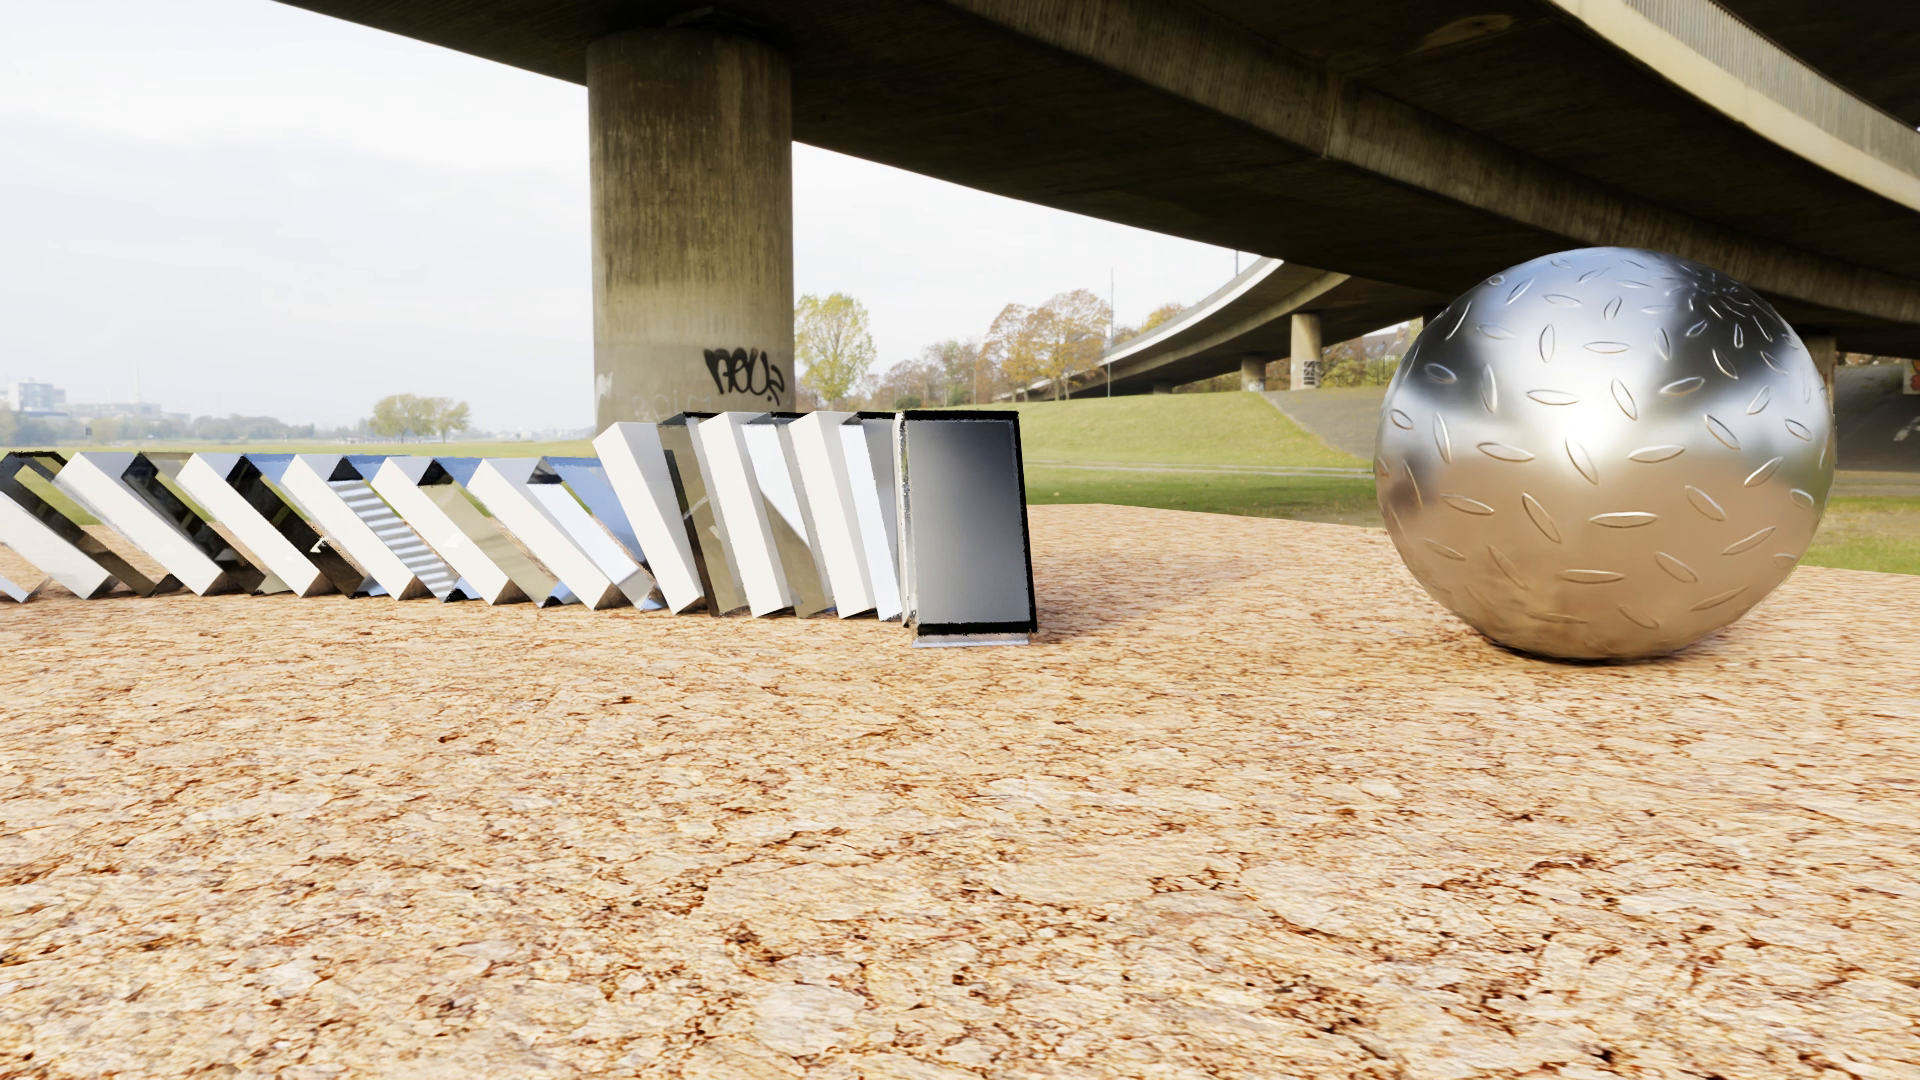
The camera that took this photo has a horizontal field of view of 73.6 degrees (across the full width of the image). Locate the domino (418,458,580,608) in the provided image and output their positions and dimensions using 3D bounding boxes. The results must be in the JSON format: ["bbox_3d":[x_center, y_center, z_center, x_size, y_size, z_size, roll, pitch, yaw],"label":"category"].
[{"bbox_3d":[-0.120,-0.003,0.348,0.050,0.010,0.025,41,16,12],"label":"domino"}]

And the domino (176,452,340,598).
[{"bbox_3d":[-0.195,-0.005,0.368,0.050,0.010,0.025,42,9,5],"label":"domino"}]

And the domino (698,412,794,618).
[{"bbox_3d":[-0.048,-0.007,0.325,0.009,0.050,0.025,-20,-6,28],"label":"domino"}]

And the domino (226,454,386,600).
[{"bbox_3d":[-0.180,-0.005,0.365,0.050,0.009,0.025,41,11,6],"label":"domino"}]

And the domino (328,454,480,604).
[{"bbox_3d":[-0.149,-0.004,0.359,0.050,0.010,0.025,42,16,12],"label":"domino"}]

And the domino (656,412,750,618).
[{"bbox_3d":[-0.059,-0.007,0.326,0.009,0.050,0.025,-20,-6,28],"label":"domino"}]

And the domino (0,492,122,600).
[{"bbox_3d":[-0.257,-0.004,0.354,0.050,0.009,0.025,43,-10,-17],"label":"domino"}]

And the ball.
[{"bbox_3d":[0.123,-0.016,0.250,0.080,0.080,0.080,0,4,0],"label":"ball"}]

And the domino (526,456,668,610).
[{"bbox_3d":[-0.089,-0.003,0.340,0.050,0.010,0.025,43,20,20],"label":"domino"}]

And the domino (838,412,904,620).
[{"bbox_3d":[-0.012,-0.006,0.317,0.025,0.050,0.009,-3,-15,-40],"label":"domino"}]

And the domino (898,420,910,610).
[{"bbox_3d":[0.000,-0.004,0.295,0.025,0.050,0.009,-1,-19,-10],"label":"domino"}]

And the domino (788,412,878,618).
[{"bbox_3d":[-0.025,-0.007,0.322,0.010,0.050,0.025,-20,-8,34],"label":"domino"}]

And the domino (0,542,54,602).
[{"bbox_3d":[-0.271,-0.004,0.346,0.050,0.009,0.025,44,-15,-22],"label":"domino"}]

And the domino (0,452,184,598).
[{"bbox_3d":[-0.242,-0.005,0.361,0.050,0.009,0.025,42,-4,-11],"label":"domino"}]

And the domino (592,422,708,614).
[{"bbox_3d":[-0.073,-0.006,0.331,0.010,0.050,0.025,-33,-12,25],"label":"domino"}]

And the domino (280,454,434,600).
[{"bbox_3d":[-0.164,-0.004,0.363,0.050,0.010,0.025,42,15,10],"label":"domino"}]

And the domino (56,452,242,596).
[{"bbox_3d":[-0.227,-0.005,0.366,0.050,0.010,0.025,41,1,-4],"label":"domino"}]

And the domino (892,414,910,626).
[{"bbox_3d":[-0.002,-0.005,0.305,0.025,0.050,0.010,-1,-19,-10],"label":"domino"}]

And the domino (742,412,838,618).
[{"bbox_3d":[-0.037,-0.007,0.324,0.009,0.050,0.025,-20,-6,28],"label":"domino"}]

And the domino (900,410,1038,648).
[{"bbox_3d":[0.001,-0.003,0.274,0.025,0.050,0.009,-1,-19,-10],"label":"domino"}]

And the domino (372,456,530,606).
[{"bbox_3d":[-0.135,-0.003,0.353,0.050,0.009,0.025,42,16,12],"label":"domino"}]

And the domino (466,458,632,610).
[{"bbox_3d":[-0.105,-0.002,0.344,0.050,0.009,0.025,41,17,13],"label":"domino"}]

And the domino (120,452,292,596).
[{"bbox_3d":[-0.211,-0.005,0.369,0.050,0.009,0.025,41,6,2],"label":"domino"}]

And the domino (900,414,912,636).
[{"bbox_3d":[0.001,-0.004,0.285,0.025,0.050,0.010,-1,-19,-10],"label":"domino"}]
